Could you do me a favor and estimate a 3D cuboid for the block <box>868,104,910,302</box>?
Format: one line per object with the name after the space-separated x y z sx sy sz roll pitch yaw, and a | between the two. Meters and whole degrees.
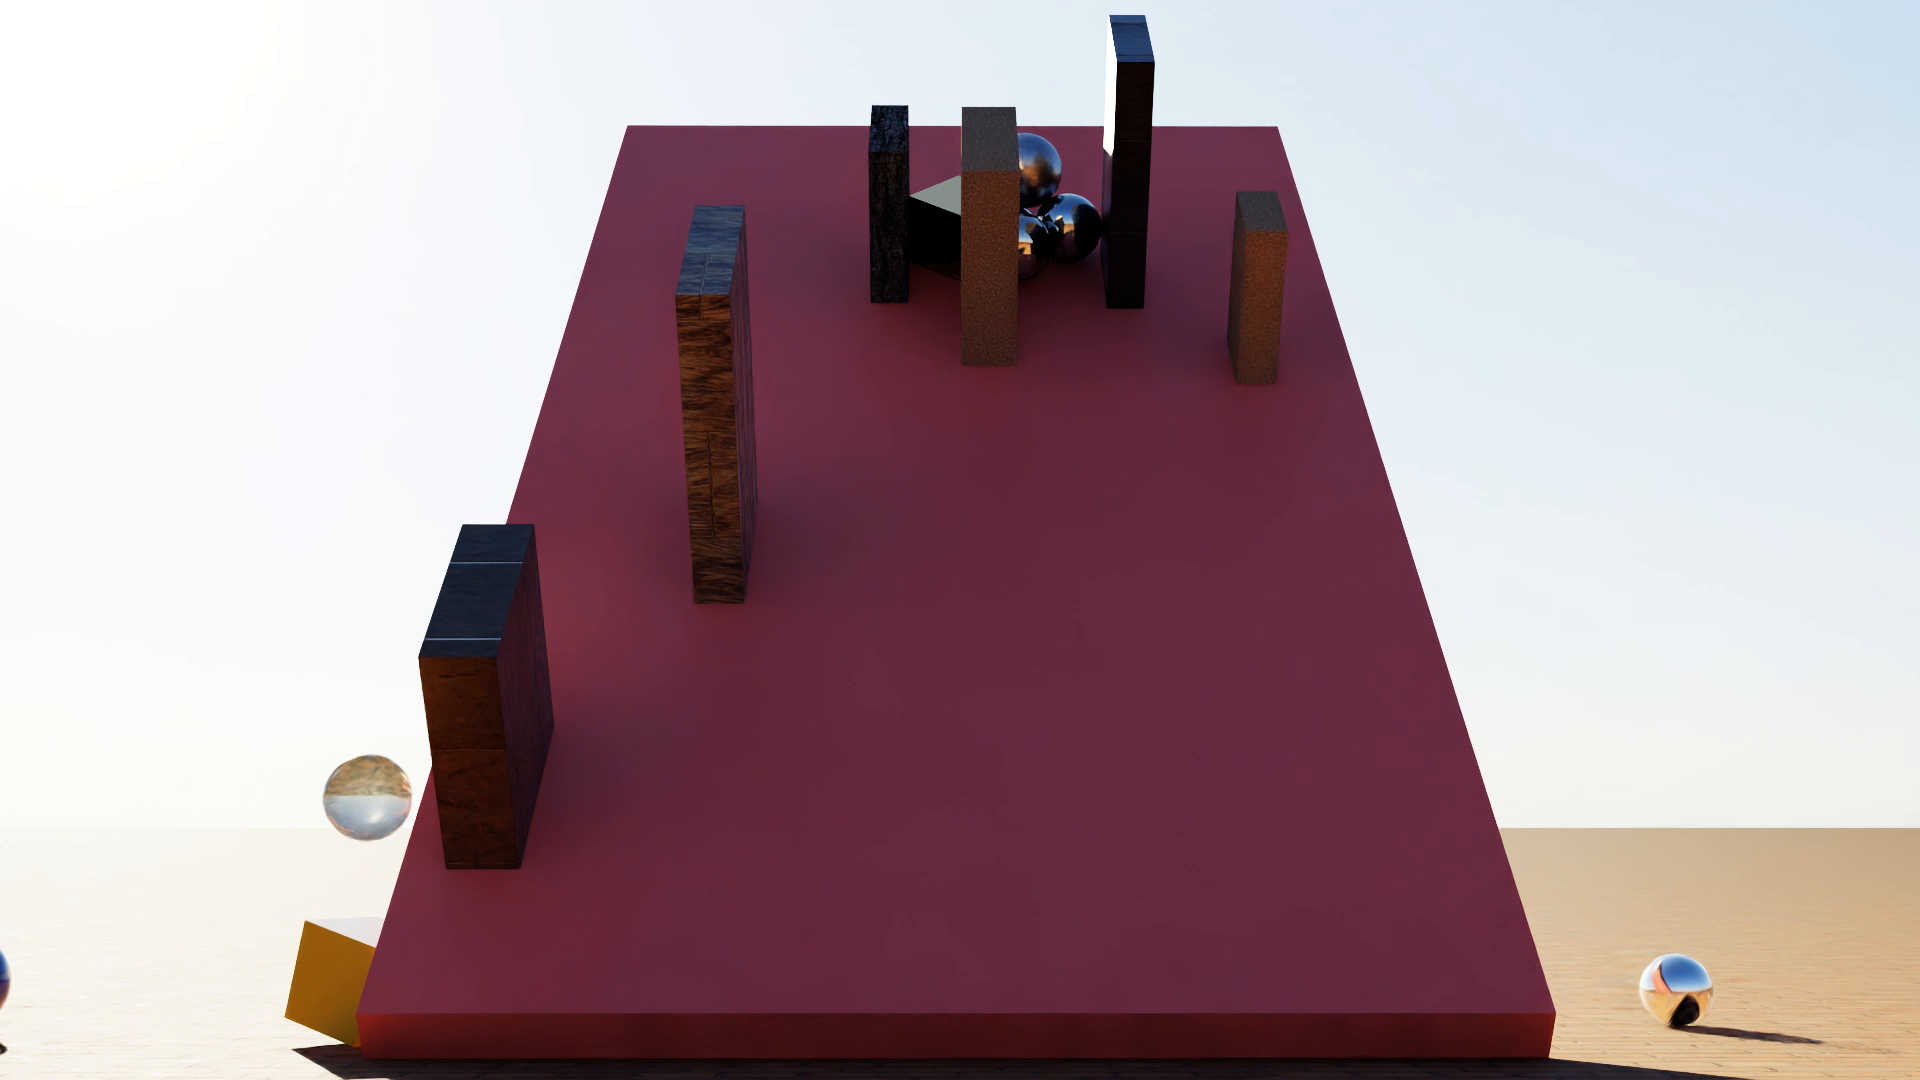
-0.185 -0.889 6.426 0.099 0.423 0.329 0 31 0 | block

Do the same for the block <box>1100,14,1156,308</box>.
0.434 -0.986 6.345 0.096 0.675 0.353 0 31 0 | block

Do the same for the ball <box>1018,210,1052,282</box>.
0.152 -0.783 6.478 0.186 0.186 0.186 0 -7 0 | ball

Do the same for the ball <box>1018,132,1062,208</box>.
0.175 -1.001 6.594 0.204 0.204 0.204 0 -7 0 | ball

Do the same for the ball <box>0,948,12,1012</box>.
-1.866 0.820 4.507 0.201 0.201 0.201 0 -7 0 | ball

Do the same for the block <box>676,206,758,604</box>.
-0.508 -0.286 5.136 0.105 0.718 0.439 0 31 0 | block

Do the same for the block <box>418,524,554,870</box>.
-0.857 0.281 4.443 0.133 0.458 0.445 0 31 0 | block

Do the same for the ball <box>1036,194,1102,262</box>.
0.291 -0.845 6.585 0.186 0.186 0.186 0 -7 0 | ball

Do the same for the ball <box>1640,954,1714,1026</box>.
1.400 0.880 4.753 0.139 0.139 0.139 0 -7 0 | ball

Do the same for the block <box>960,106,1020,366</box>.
0.073 -0.769 6.132 0.138 0.521 0.423 0 31 0 | block

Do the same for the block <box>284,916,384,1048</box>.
-1.081 0.801 4.423 0.181 0.181 0.181 13 1 32 | block

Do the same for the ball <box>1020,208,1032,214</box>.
0.152 -0.851 6.653 0.124 0.124 0.124 0 -7 0 | ball

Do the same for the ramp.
-0.014 -0.200 5.789 2.000 0.100 4.000 0 31 0 | ramp

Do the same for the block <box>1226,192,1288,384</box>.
0.732 -0.624 6.005 0.099 0.408 0.245 0 31 0 | block

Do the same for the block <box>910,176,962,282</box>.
-0.001 -0.843 6.573 0.192 0.192 0.192 26 39 36 | block

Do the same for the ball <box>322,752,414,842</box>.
-1.124 0.488 4.615 0.168 0.168 0.168 0 -7 0 | ball
